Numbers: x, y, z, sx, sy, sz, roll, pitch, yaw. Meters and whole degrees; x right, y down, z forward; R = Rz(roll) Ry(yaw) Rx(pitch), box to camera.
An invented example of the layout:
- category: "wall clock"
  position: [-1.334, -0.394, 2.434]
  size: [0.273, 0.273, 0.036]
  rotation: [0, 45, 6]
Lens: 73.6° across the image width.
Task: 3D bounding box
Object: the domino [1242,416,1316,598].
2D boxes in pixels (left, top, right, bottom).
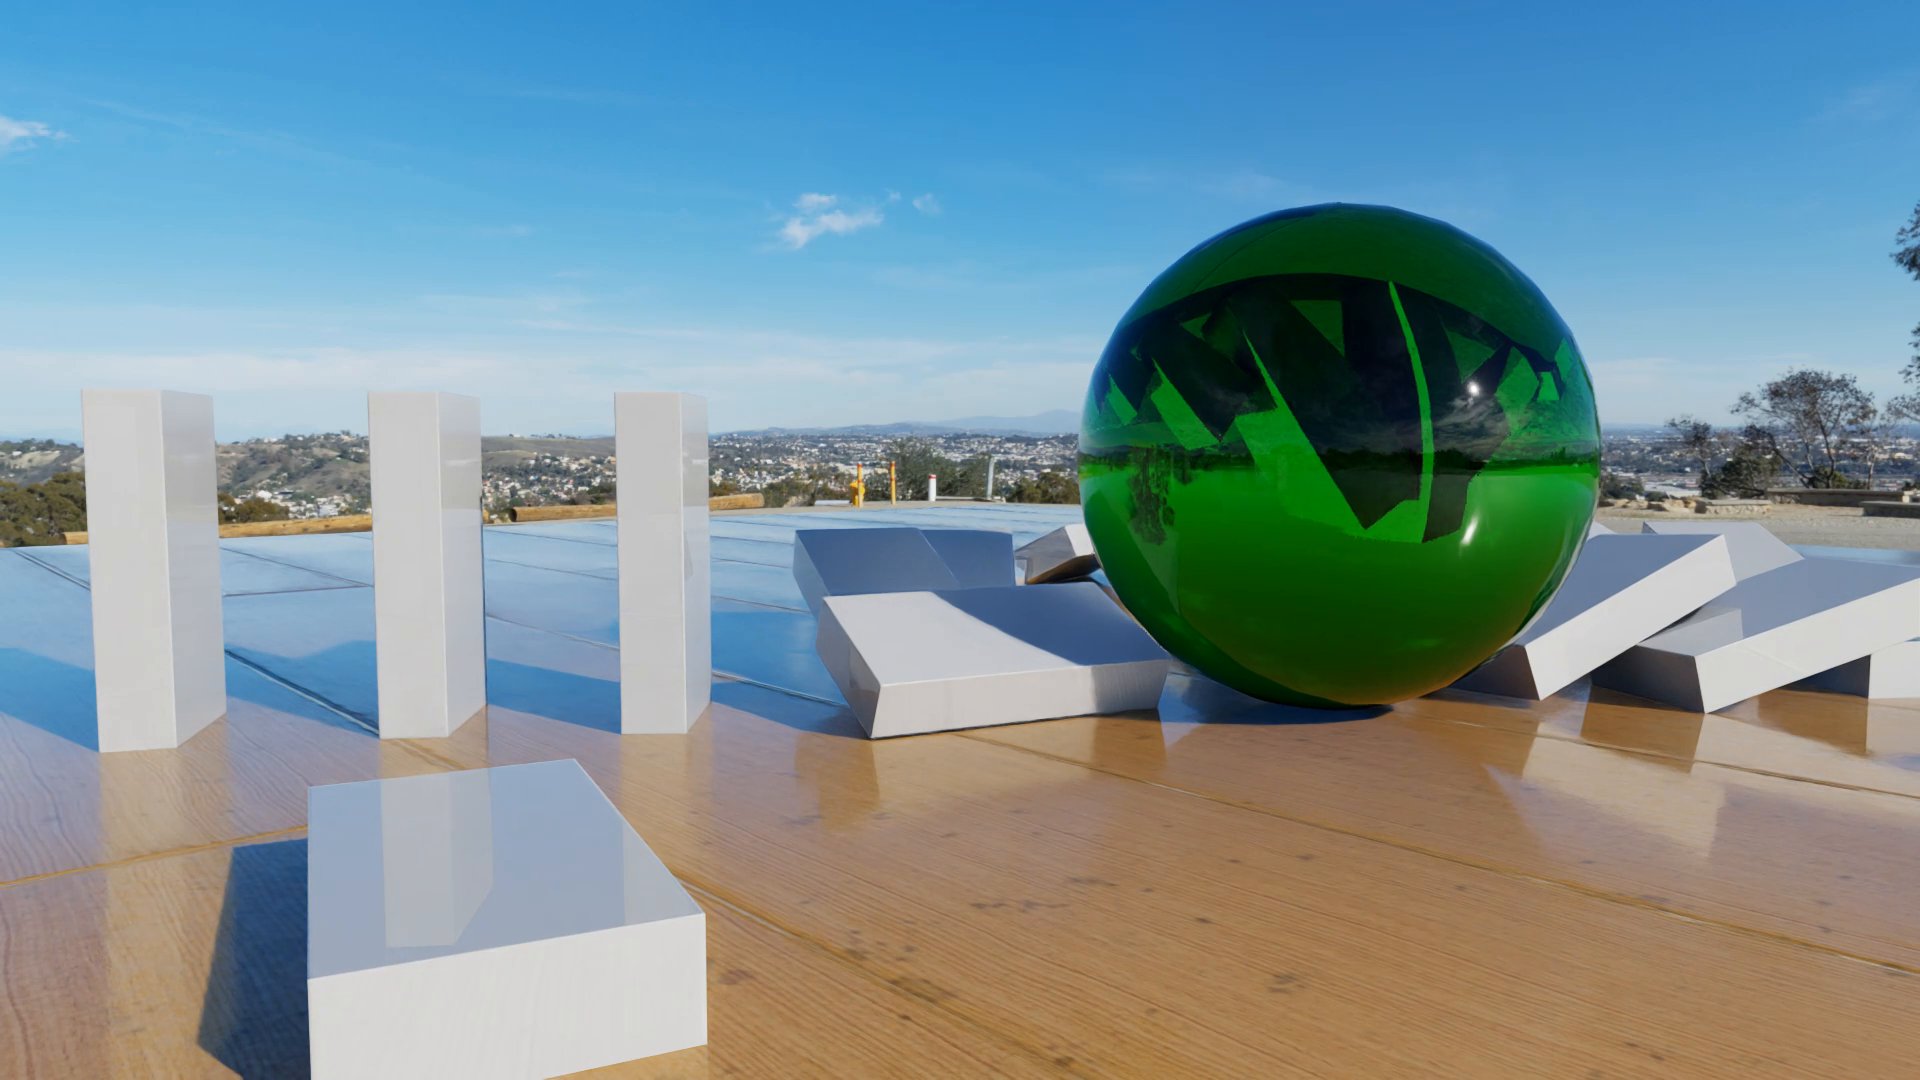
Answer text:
- category: "domino"
  position: [0.090, -0.010, 0.363]
  size: [0.010, 0.050, 0.025]
  rotation: [3, 5, 40]

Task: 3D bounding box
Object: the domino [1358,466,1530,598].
- category: "domino"
  position: [0.131, -0.001, 0.334]
  size: [0.025, 0.009, 0.050]
  rotation: [-4, 40, -40]

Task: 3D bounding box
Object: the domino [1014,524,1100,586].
- category: "domino"
  position: [0.035, 0.004, 0.389]
  size: [0.025, 0.009, 0.050]
  rotation: [-28, -11, 31]

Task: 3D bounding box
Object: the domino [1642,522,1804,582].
- category: "domino"
  position: [0.170, 0.010, 0.277]
  size: [0.025, 0.010, 0.050]
  rotation: [0, 22, 5]

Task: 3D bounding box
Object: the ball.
- category: "ball"
  position: [0.059, -0.013, 0.206]
  size: [0.080, 0.080, 0.080]
  rotation: [0, 4, 0]

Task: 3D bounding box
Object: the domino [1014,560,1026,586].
- category: "domino"
  position: [0.005, 0.012, 0.344]
  size: [0.025, 0.010, 0.050]
  rotation: [0, 4, 4]

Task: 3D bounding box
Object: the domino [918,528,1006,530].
- category: "domino"
  position: [-0.001, 0.009, 0.303]
  size: [0.025, 0.009, 0.050]
  rotation: [0, 18, 1]

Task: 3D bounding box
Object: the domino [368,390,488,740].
- category: "domino"
  position: [-0.081, 0.003, 0.196]
  size: [0.010, 0.050, 0.025]
  rotation: [-1, 4, -7]

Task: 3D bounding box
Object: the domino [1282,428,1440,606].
- category: "domino"
  position: [0.110, -0.007, 0.351]
  size: [0.025, 0.050, 0.010]
  rotation: [-5, -27, -50]

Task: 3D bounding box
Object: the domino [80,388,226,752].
- category: "domino"
  position: [-0.118, 0.003, 0.188]
  size: [0.010, 0.050, 0.025]
  rotation: [-1, 4, -15]

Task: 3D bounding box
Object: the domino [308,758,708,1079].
- category: "domino"
  position: [-0.040, 0.030, 0.107]
  size: [0.025, 0.010, 0.050]
  rotation: [-2, 5, -27]

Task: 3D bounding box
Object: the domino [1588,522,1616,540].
- category: "domino"
  position: [0.152, 0.005, 0.310]
  size: [0.025, 0.010, 0.050]
  rotation: [-2, 28, -27]

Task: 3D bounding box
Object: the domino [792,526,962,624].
- category: "domino"
  position: [-0.013, 0.012, 0.236]
  size: [0.025, 0.010, 0.050]
  rotation: [-2, 24, -20]

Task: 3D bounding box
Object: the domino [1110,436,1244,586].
- category: "domino"
  position: [0.067, -0.009, 0.379]
  size: [0.050, 0.010, 0.025]
  rotation: [-37, -19, -4]

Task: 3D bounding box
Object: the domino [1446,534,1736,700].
- category: "domino"
  position: [0.107, 0.012, 0.225]
  size: [0.050, 0.009, 0.025]
  rotation: [-23, 9, -22]

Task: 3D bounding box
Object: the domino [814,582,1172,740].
- category: "domino"
  position: [0.005, 0.018, 0.203]
  size: [0.050, 0.010, 0.025]
  rotation: [-2, 28, -27]

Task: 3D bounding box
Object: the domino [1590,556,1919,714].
- category: "domino"
  position: [0.137, 0.015, 0.219]
  size: [0.050, 0.010, 0.025]
  rotation: [-16, 8, -12]

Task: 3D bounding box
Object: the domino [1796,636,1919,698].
- category: "domino"
  position: [0.175, 0.021, 0.229]
  size: [0.050, 0.009, 0.025]
  rotation: [0, 4, -6]

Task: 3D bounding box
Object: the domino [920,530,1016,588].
- category: "domino"
  position: [-0.001, 0.011, 0.269]
  size: [0.025, 0.009, 0.050]
  rotation: [0, 21, 1]

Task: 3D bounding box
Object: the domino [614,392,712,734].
- category: "domino"
  position: [-0.045, 0.003, 0.199]
  size: [0.009, 0.050, 0.025]
  rotation: [0, 4, -2]
